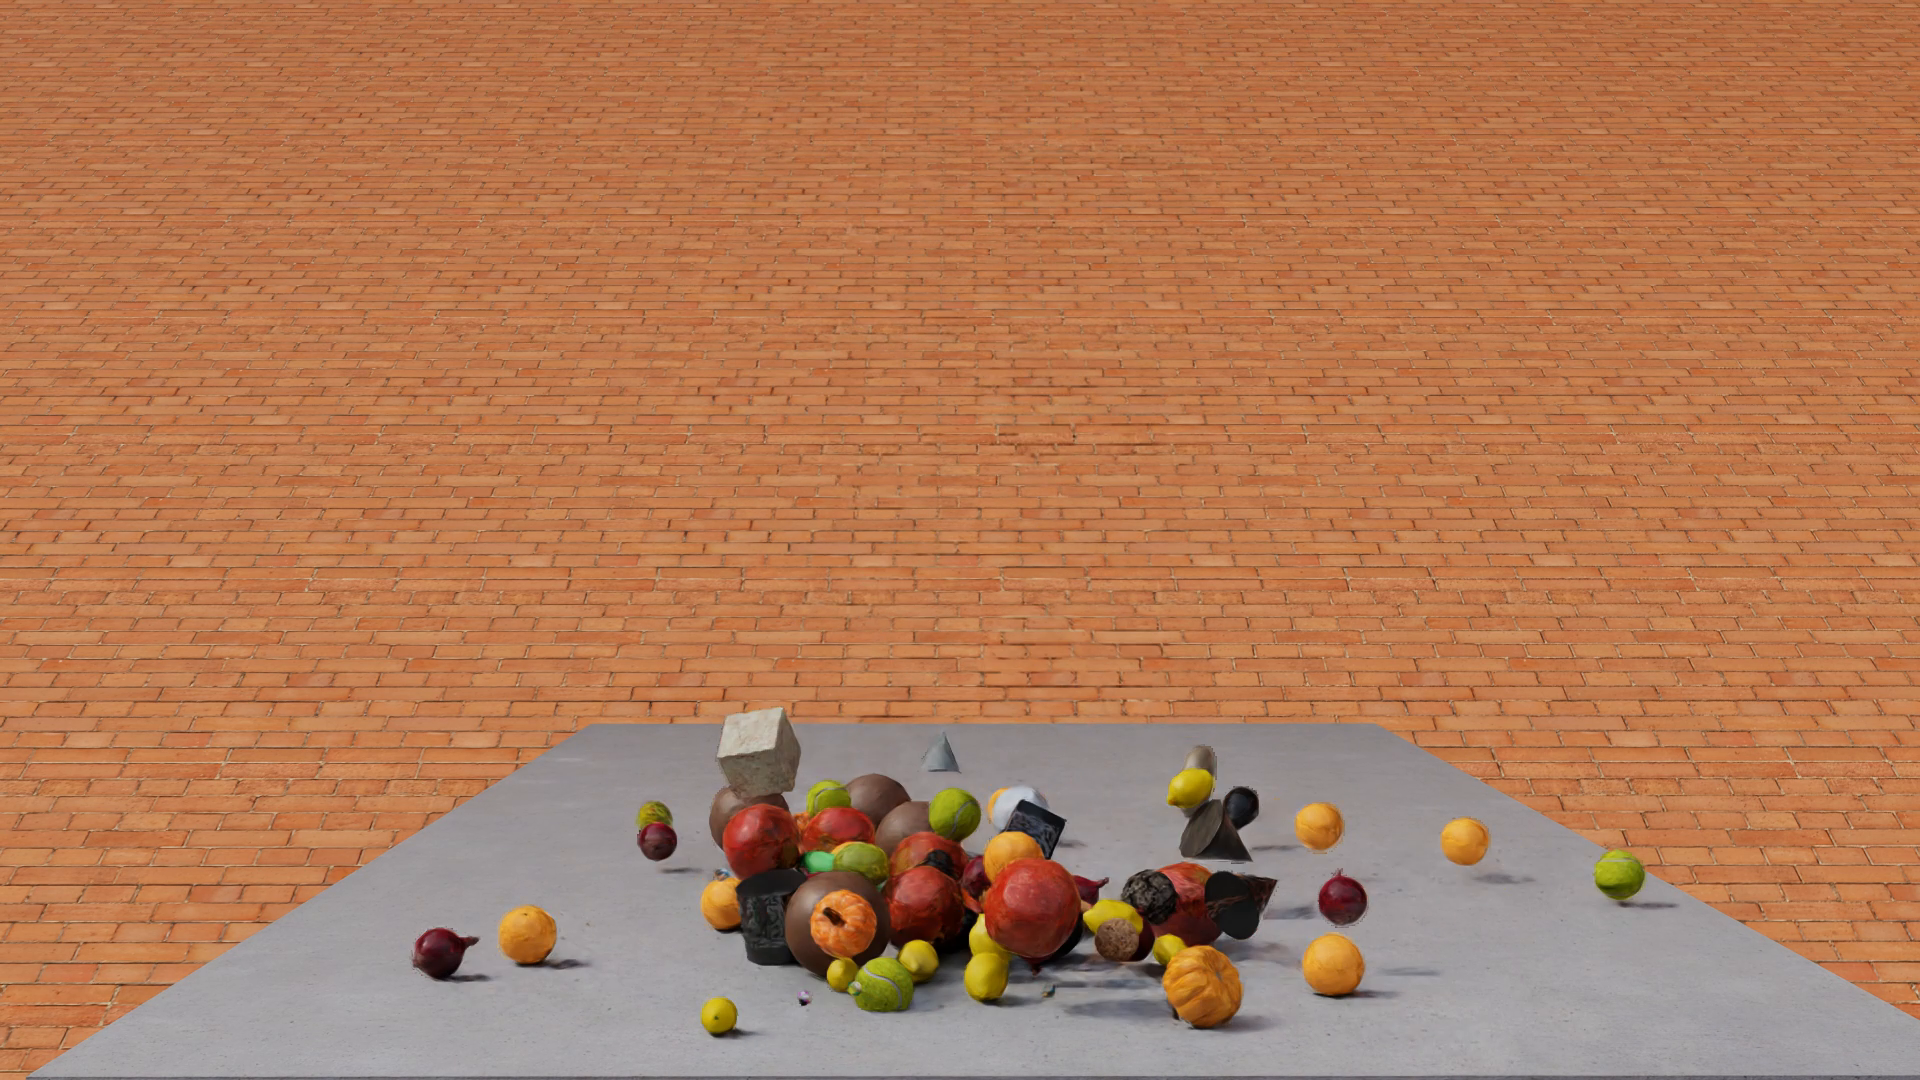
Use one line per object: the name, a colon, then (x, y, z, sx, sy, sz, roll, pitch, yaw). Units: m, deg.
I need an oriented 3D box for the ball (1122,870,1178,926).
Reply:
ball: (0.238, 0.450, 3.245, 0.070, 0.070, 0.070, 0, 27, 0)

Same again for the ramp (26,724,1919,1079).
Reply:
ramp: (0.061, 0.553, 4.589, 2.000, 0.100, 4.000, 0, 1, 0)

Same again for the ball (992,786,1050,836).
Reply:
ball: (0.102, 0.459, 4.316, 0.096, 0.096, 0.096, 0, 27, 0)

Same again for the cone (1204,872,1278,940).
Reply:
cone: (0.370, 0.442, 3.238, 0.090, 0.090, 0.090, -21, 34, -39)

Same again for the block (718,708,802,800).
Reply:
block: (-0.272, 0.290, 3.511, 0.081, 0.081, 0.081, -10, 38, 15)

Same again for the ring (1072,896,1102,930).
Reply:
ring: (0.143, 0.492, 3.433, 0.095, 0.032, 0.095, 19, -1, 0)

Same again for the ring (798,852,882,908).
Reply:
ring: (-0.169, 0.476, 3.615, 0.128, 0.128, 0.043, 15, 69, 27)

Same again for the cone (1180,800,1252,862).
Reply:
cone: (0.371, 0.424, 3.589, 0.093, 0.093, 0.093, 33, 21, -18)

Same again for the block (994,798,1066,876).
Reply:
block: (0.093, 0.396, 3.431, 0.067, 0.067, 0.067, 25, 66, 0)

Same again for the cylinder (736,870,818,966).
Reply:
cylinder: (-0.229, 0.471, 3.224, 0.090, 0.090, 0.090, -7, 15, 2)

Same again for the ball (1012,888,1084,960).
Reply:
ball: (0.109, 0.480, 3.230, 0.090, 0.090, 0.090, 0, 27, 0)

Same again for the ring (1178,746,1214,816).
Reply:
ring: (0.427, 0.436, 4.663, 0.043, 0.130, 0.130, 10, 29, 17)

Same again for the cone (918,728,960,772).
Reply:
cone: (-0.026, 0.294, 3.621, 0.059, 0.059, 0.059, 5, -7, 1)

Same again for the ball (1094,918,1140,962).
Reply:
ball: (0.180, 0.458, 2.955, 0.050, 0.050, 0.050, 0, 27, 0)
